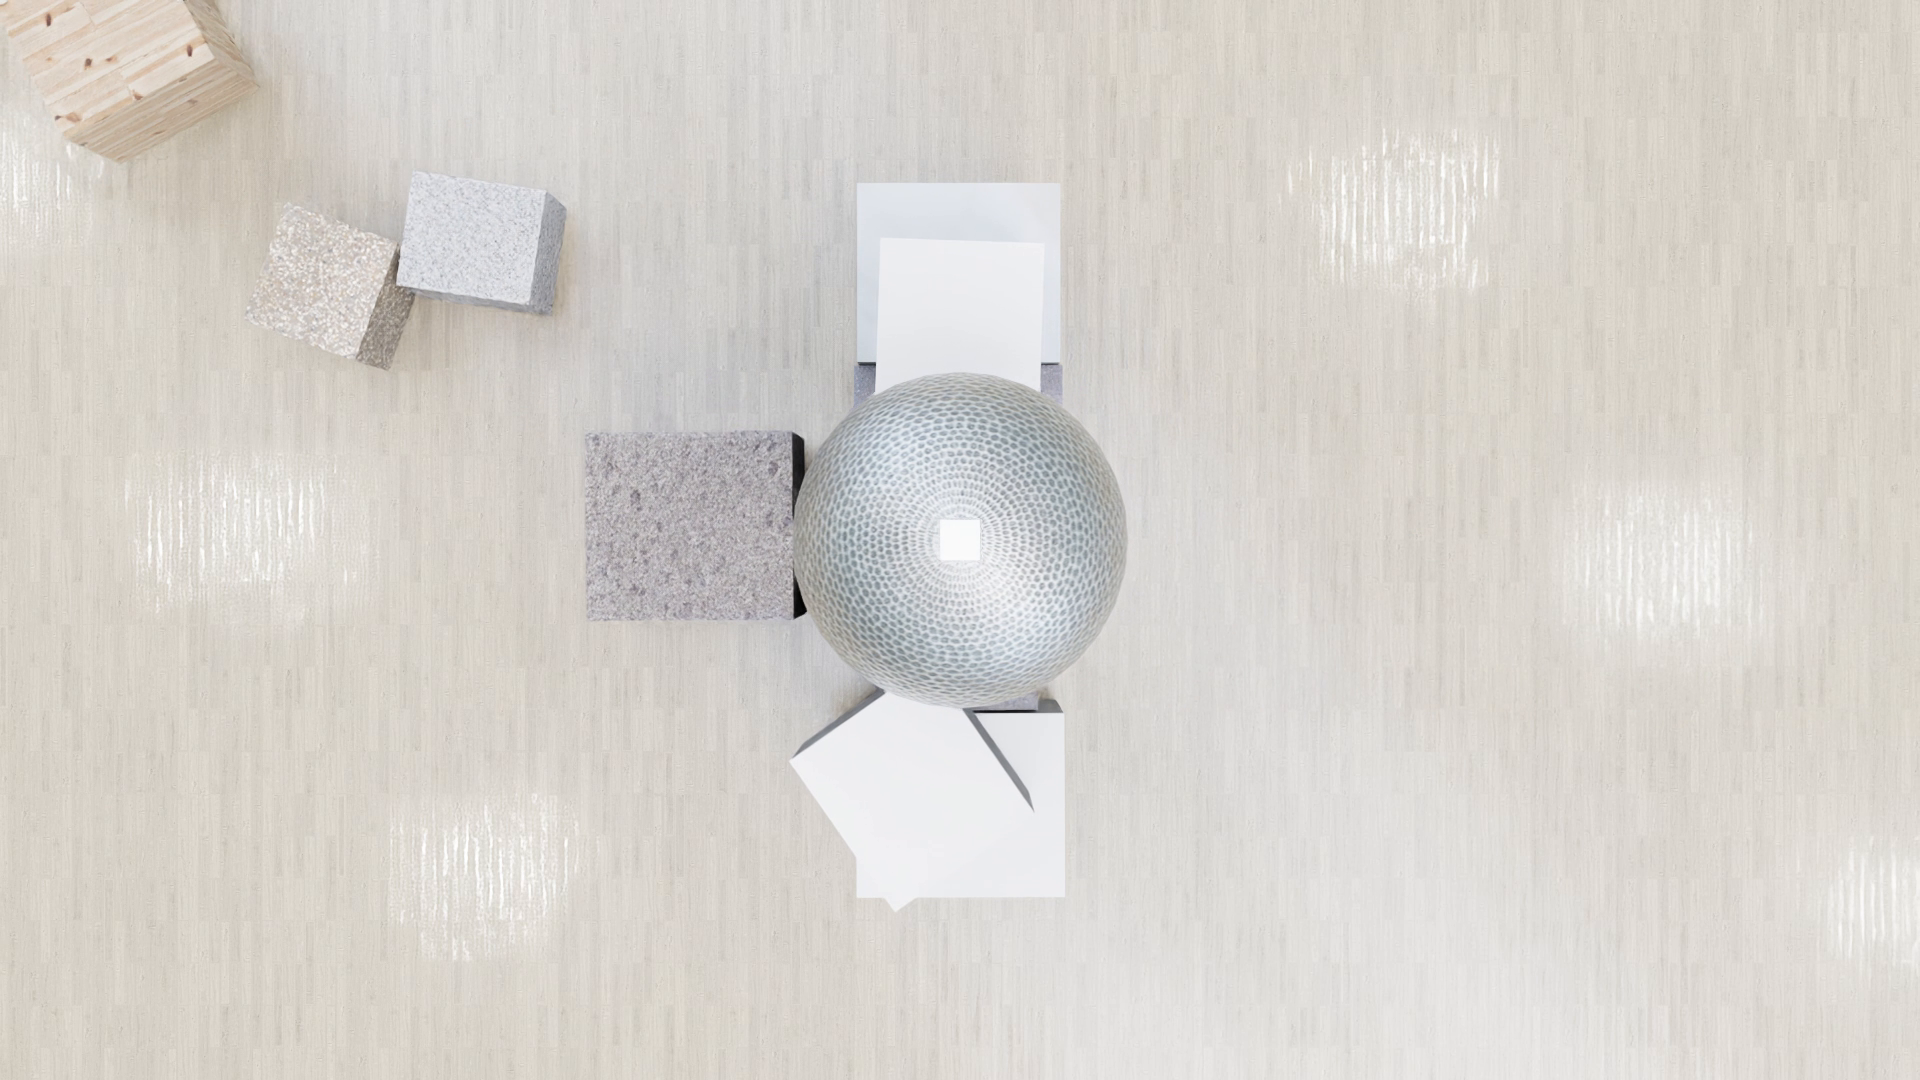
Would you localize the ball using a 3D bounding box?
[{"bbox_3d":[0.000,0.000,10.443,1.600,1.600,1.600,0,90,0],"label":"ball"}]

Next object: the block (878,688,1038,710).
[{"bbox_3d":[-0.017,0.528,12.493,0.873,1.014,0.805,-1,90,0],"label":"block"}]

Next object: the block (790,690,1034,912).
[{"bbox_3d":[-0.238,1.232,11.440,0.851,1.009,0.917,-35,90,0],"label":"block"}]

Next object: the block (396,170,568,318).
[{"bbox_3d":[-2.742,-1.694,12.662,0.753,0.676,0.648,9,90,0],"label":"block"}]

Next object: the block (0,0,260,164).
[{"bbox_3d":[-4.761,-2.839,12.597,0.942,0.803,0.894,-28,90,0],"label":"block"}]

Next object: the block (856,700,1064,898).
[{"bbox_3d":[0.003,1.442,12.472,1.130,1.055,0.996,0,90,0],"label":"block"}]

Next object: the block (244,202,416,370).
[{"bbox_3d":[-3.570,-1.443,12.635,0.663,0.730,0.703,20,90,0],"label":"block"}]

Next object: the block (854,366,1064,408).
[{"bbox_3d":[-0.007,-0.422,12.540,1.148,0.920,1.073,0,90,0],"label":"block"}]

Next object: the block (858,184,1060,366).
[{"bbox_3d":[-0.007,-1.453,12.472,1.102,1.056,0.972,0,90,0],"label":"block"}]

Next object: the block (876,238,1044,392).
[{"bbox_3d":[-0.001,-1.116,11.570,0.836,0.748,0.817,2,90,0],"label":"block"}]

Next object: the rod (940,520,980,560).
[{"bbox_3d":[0.000,0.000,7.043,0.080,5.200,0.080,0,90,0],"label":"rod"}]

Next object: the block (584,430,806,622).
[{"bbox_3d":[-1.483,-0.076,12.517,1.134,0.966,1.033,0,90,0],"label":"block"}]
